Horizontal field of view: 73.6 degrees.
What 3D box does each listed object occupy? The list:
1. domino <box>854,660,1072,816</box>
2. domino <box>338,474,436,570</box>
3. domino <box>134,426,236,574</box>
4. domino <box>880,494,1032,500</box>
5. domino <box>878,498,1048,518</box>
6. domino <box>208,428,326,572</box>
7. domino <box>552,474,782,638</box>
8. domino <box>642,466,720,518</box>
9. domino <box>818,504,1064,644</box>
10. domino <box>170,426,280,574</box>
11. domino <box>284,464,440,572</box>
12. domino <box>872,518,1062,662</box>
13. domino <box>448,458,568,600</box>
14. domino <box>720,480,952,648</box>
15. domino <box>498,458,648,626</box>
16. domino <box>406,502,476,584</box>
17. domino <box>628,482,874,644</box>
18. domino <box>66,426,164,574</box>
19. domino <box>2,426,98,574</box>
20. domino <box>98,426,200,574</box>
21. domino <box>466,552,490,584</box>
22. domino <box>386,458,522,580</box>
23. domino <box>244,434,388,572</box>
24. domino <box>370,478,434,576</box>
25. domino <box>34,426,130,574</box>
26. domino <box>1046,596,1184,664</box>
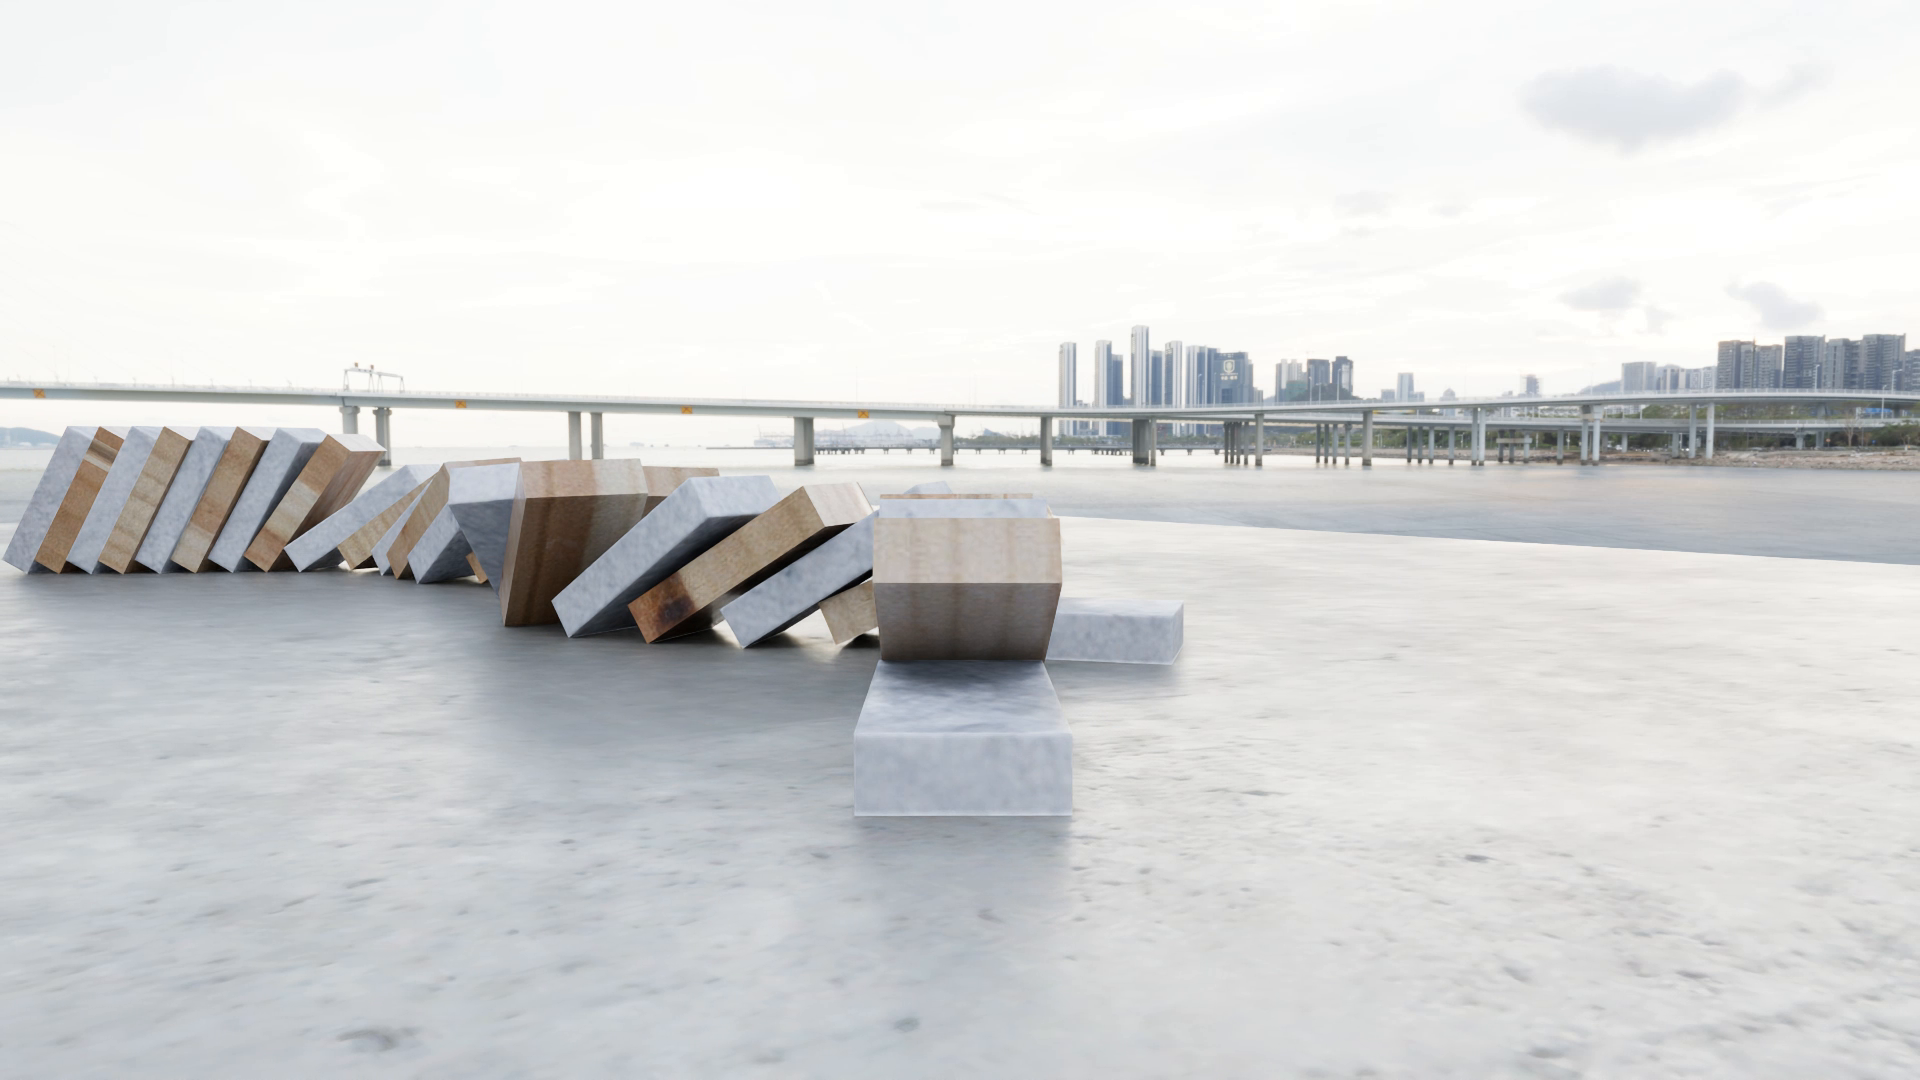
[{"bbox_3d":[0.000,0.025,0.172,0.025,0.009,0.050,0,4,0],"label":"domino"},{"bbox_3d":[-0.180,-0.008,0.430,0.050,0.009,0.025,-34,-4,9],"label":"domino"},{"bbox_3d":[-0.254,-0.014,0.431,0.009,0.050,0.025,29,5,0],"label":"domino"},{"bbox_3d":[-0.001,0.008,0.230,0.025,0.009,0.050,0,-27,0],"label":"domino"},{"bbox_3d":[0.000,0.010,0.212,0.025,0.010,0.050,0,-27,-1],"label":"domino"},{"bbox_3d":[-0.232,-0.014,0.435,0.010,0.050,0.025,30,5,-1],"label":"domino"},{"bbox_3d":[-0.064,0.004,0.282,0.050,0.009,0.025,-36,-15,28],"label":"domino"},{"bbox_3d":[-0.089,-0.003,0.364,0.025,0.010,0.050,-1,-30,-41],"label":"domino"},{"bbox_3d":[-0.003,0.007,0.274,0.050,0.009,0.025,-24,-2,9],"label":"domino"},{"bbox_3d":[-0.243,-0.014,0.433,0.009,0.050,0.025,29,5,0],"label":"domino"},{"bbox_3d":[-0.200,-0.008,0.435,0.050,0.009,0.025,-33,2,3],"label":"domino"},{"bbox_3d":[0.001,0.012,0.193,0.025,0.009,0.050,0,-25,-1],"label":"domino"},{"bbox_3d":[-0.100,0.000,0.302,0.025,0.009,0.050,-6,-31,-6],"label":"domino"},{"bbox_3d":[-0.024,0.005,0.274,0.050,0.010,0.025,-32,-3,13],"label":"domino"},{"bbox_3d":[-0.088,0.001,0.288,0.025,0.010,0.050,-4,-34,-28],"label":"domino"},{"bbox_3d":[-0.144,-0.005,0.386,0.025,0.010,0.050,-10,-23,-50],"label":"domino"},{"bbox_3d":[-0.044,0.005,0.277,0.050,0.010,0.025,-32,-8,21],"label":"domino"},{"bbox_3d":[-0.276,-0.014,0.430,0.009,0.050,0.025,29,5,0],"label":"domino"},{"bbox_3d":[-0.298,-0.014,0.431,0.009,0.050,0.025,29,5,0],"label":"domino"},{"bbox_3d":[-0.265,-0.014,0.429,0.009,0.050,0.025,29,5,0],"label":"domino"},{"bbox_3d":[-0.121,-0.005,0.387,0.050,0.010,0.025,-33,-7,14],"label":"domino"},{"bbox_3d":[-0.156,-0.007,0.398,0.025,0.009,0.050,-10,-26,-50],"label":"domino"},{"bbox_3d":[-0.218,-0.013,0.435,0.009,0.050,0.025,37,5,-1],"label":"domino"},{"bbox_3d":[-0.166,-0.007,0.415,0.050,0.010,0.025,-39,-16,28],"label":"domino"},{"bbox_3d":[-0.287,-0.014,0.431,0.009,0.050,0.025,29,5,0],"label":"domino"},{"bbox_3d":[0.020,0.018,0.266,0.050,0.009,0.025,1,4,15],"label":"domino"}]
